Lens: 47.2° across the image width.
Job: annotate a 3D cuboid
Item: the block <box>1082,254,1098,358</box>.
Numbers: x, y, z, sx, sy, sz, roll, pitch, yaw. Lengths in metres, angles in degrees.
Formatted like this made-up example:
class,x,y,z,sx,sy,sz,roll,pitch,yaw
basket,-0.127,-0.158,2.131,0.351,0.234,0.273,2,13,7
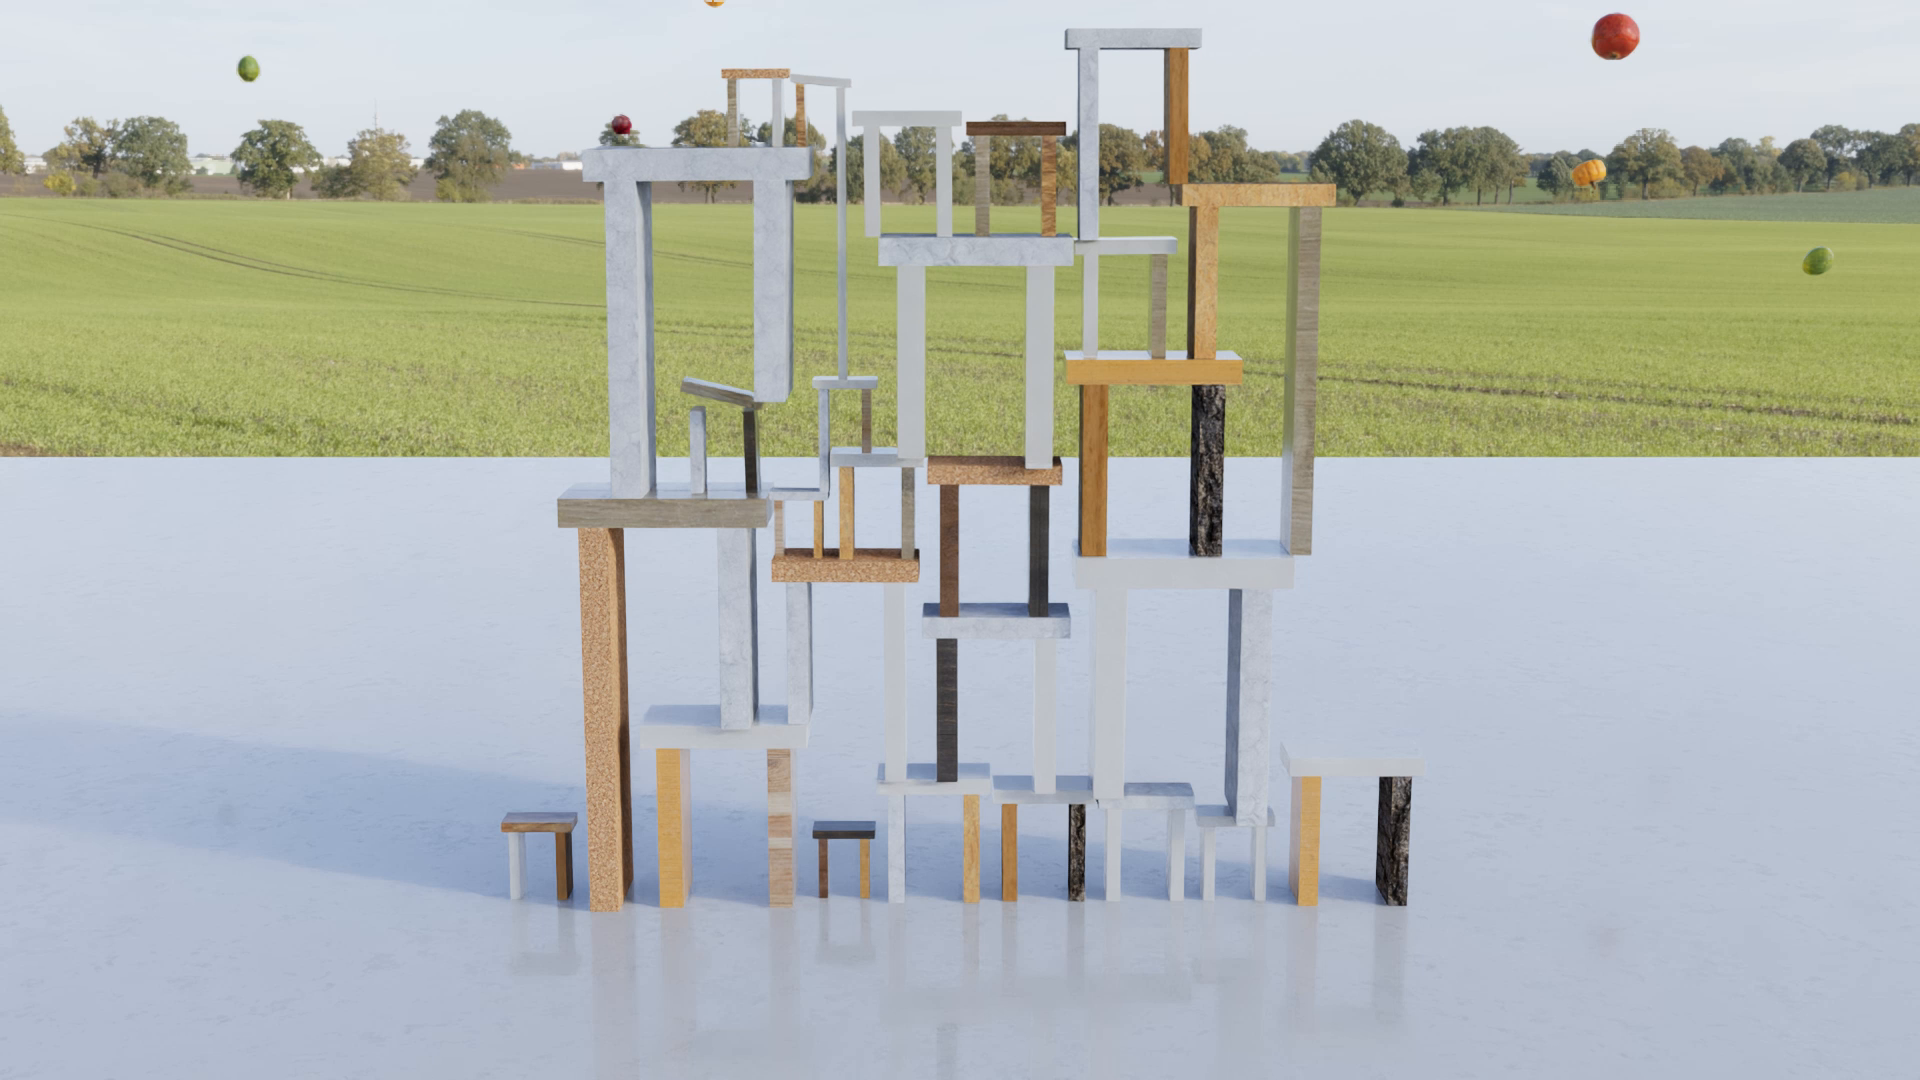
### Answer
class,x,y,z,sx,sy,sz,roll,pitch,yaw
block,0.206,-0.374,3.489,0.023,0.161,0.081,0,11,1

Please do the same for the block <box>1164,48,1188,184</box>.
class,x,y,z,sx,sy,sz,roll,pitch,yaw
block,0.337,-0.661,3.433,0.029,0.206,0.103,-1,11,0

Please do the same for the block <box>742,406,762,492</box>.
class,x,y,z,sx,sy,sz,roll,pitch,yaw
block,-0.334,-0.146,3.531,0.019,0.131,0.066,-1,10,0

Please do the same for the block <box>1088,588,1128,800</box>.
class,x,y,z,sx,sy,sz,roll,pitch,yaw
block,0.241,0.232,3.603,0.049,0.347,0.173,0,11,0

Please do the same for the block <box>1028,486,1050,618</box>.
class,x,y,z,sx,sy,sz,roll,pitch,yaw
block,0.127,0.008,3.561,0.030,0.215,0.108,0,11,0

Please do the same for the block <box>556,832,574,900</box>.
class,x,y,z,sx,sy,sz,roll,pitch,yaw
block,-0.658,0.533,3.658,0.016,0.116,0.058,0,11,0

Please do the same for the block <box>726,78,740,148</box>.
class,x,y,z,sx,sy,sz,roll,pitch,yaw
block,-0.353,-0.667,3.431,0.015,0.103,0.052,0,12,0

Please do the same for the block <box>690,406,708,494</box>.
class,x,y,z,sx,sy,sz,roll,pitch,yaw
block,-0.420,-0.145,3.531,0.019,0.131,0.066,0,10,0

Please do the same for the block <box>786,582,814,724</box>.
class,x,y,z,sx,sy,sz,roll,pitch,yaw
block,-0.261,0.172,3.591,0.033,0.235,0.117,0,11,0

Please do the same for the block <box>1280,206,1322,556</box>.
class,x,y,z,sx,sy,sz,roll,pitch,yaw
block,0.543,-0.257,3.508,0.034,0.550,0.118,0,11,0

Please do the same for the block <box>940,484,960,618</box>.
class,x,y,z,sx,sy,sz,roll,pitch,yaw
block,-0.017,0.008,3.561,0.030,0.215,0.108,0,11,0

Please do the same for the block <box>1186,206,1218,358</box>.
class,x,y,z,sx,sy,sz,roll,pitch,yaw
block,0.384,-0.411,3.480,0.034,0.237,0.118,0,11,0

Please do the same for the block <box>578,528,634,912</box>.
class,x,y,z,sx,sy,sz,roll,pitch,yaw
block,-0.579,0.278,3.606,0.047,0.636,0.164,0,11,0

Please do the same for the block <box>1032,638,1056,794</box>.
class,x,y,z,sx,sy,sz,roll,pitch,yaw
block,0.138,0.275,3.609,0.034,0.259,0.119,0,11,0

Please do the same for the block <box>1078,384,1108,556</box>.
class,x,y,z,sx,sy,sz,roll,pitch,yaw
block,0.214,-0.121,3.534,0.039,0.274,0.137,0,11,1

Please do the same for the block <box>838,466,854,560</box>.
class,x,y,z,sx,sy,sz,roll,pitch,yaw
block,-0.183,-0.050,3.552,0.021,0.149,0.075,0,11,0

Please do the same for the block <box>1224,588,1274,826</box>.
class,x,y,z,sx,sy,sz,roll,pitch,yaw
block,0.472,0.254,3.605,0.049,0.392,0.173,0,11,0

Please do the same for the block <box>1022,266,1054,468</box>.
class,x,y,z,sx,sy,sz,roll,pitch,yaw
block,0.124,-0.282,3.501,0.043,0.317,0.150,0,11,0

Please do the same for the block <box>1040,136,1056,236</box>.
class,x,y,z,sx,sy,sz,roll,pitch,yaw
block,0.138,-0.556,3.452,0.022,0.155,0.077,0,11,0

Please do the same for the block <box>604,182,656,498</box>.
class,x,y,z,sx,sy,sz,roll,pitch,yaw
block,-0.522,-0.323,3.496,0.048,0.492,0.171,0,11,0

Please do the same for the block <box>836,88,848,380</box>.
class,x,y,z,sx,sy,sz,roll,pitch,yaw
block,-0.186,-0.481,3.463,0.013,0.454,0.047,0,11,-2

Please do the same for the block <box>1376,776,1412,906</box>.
class,x,y,z,sx,sy,sz,roll,pitch,yaw
block,0.718,0.482,3.645,0.031,0.221,0.110,0,11,0

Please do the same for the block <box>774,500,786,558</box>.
class,x,y,z,sx,sy,sz,roll,pitch,yaw
block,-0.291,-0.021,3.551,0.013,0.094,0.047,0,11,0

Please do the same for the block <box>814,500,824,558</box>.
class,x,y,z,sx,sy,sz,roll,pitch,yaw
block,-0.228,-0.021,3.552,0.013,0.094,0.047,0,11,0

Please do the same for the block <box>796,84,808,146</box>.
class,x,y,z,sx,sy,sz,roll,pitch,yaw
block,-0.246,-0.662,3.427,0.013,0.095,0.047,-1,12,0

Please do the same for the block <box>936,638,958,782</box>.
class,x,y,z,sx,sy,sz,roll,pitch,yaw
block,-0.021,0.265,3.607,0.034,0.238,0.119,0,11,0

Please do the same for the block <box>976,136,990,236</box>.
class,x,y,z,sx,sy,sz,roll,pitch,yaw
block,0.035,-0.556,3.452,0.022,0.155,0.077,0,11,0

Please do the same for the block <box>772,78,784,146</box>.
class,x,y,z,sx,sy,sz,roll,pitch,yaw
block,-0.283,-0.667,3.431,0.015,0.104,0.052,1,12,0

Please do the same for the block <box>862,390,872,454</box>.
class,x,y,z,sx,sy,sz,roll,pitch,yaw
block,-0.149,-0.194,3.521,0.015,0.103,0.051,0,11,0

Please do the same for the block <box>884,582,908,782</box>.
class,x,y,z,sx,sy,sz,roll,pitch,yaw
block,-0.105,0.219,3.601,0.033,0.330,0.117,0,11,0

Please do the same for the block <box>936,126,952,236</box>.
class,x,y,z,sx,sy,sz,roll,pitch,yaw
block,-0.024,-0.563,3.449,0.024,0.169,0.085,0,11,0

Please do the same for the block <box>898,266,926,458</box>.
class,x,y,z,sx,sy,sz,roll,pitch,yaw
block,-0.076,-0.290,3.499,0.043,0.301,0.150,0,11,0

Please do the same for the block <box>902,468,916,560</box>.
class,x,y,z,sx,sy,sz,roll,pitch,yaw
block,-0.083,-0.049,3.553,0.021,0.149,0.075,0,11,0

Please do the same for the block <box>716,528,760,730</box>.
class,x,y,z,sx,sy,sz,roll,pitch,yaw
block,-0.360,0.127,3.577,0.047,0.329,0.164,0,11,0

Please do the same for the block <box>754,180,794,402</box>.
class,x,y,z,sx,sy,sz,roll,pitch,yaw
block,-0.295,-0.400,3.484,0.048,0.342,0.171,1,12,0

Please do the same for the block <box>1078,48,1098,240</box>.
class,x,y,z,sx,sy,sz,roll,pitch,yaw
block,0.200,-0.619,3.441,0.029,0.292,0.103,0,11,1

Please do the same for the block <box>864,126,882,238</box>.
class,x,y,z,sx,sy,sz,roll,pitch,yaw
block,-0.137,-0.563,3.449,0.024,0.169,0.085,-1,11,0

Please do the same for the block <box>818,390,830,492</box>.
class,x,y,z,sx,sy,sz,roll,pitch,yaw
block,-0.218,-0.163,3.529,0.015,0.166,0.051,0,11,0

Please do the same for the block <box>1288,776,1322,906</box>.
class,x,y,z,sx,sy,sz,roll,pitch,yaw
block,0.571,0.482,3.645,0.031,0.221,0.110,0,11,0

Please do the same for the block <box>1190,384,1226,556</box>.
class,x,y,z,sx,sy,sz,roll,pitch,yaw
block,0.397,-0.121,3.532,0.039,0.275,0.137,0,11,0

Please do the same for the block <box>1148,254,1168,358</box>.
class,x,y,z,sx,sy,sz,roll,pitch,yaw
block,0.313,-0.374,3.488,0.023,0.161,0.081,0,11,1
